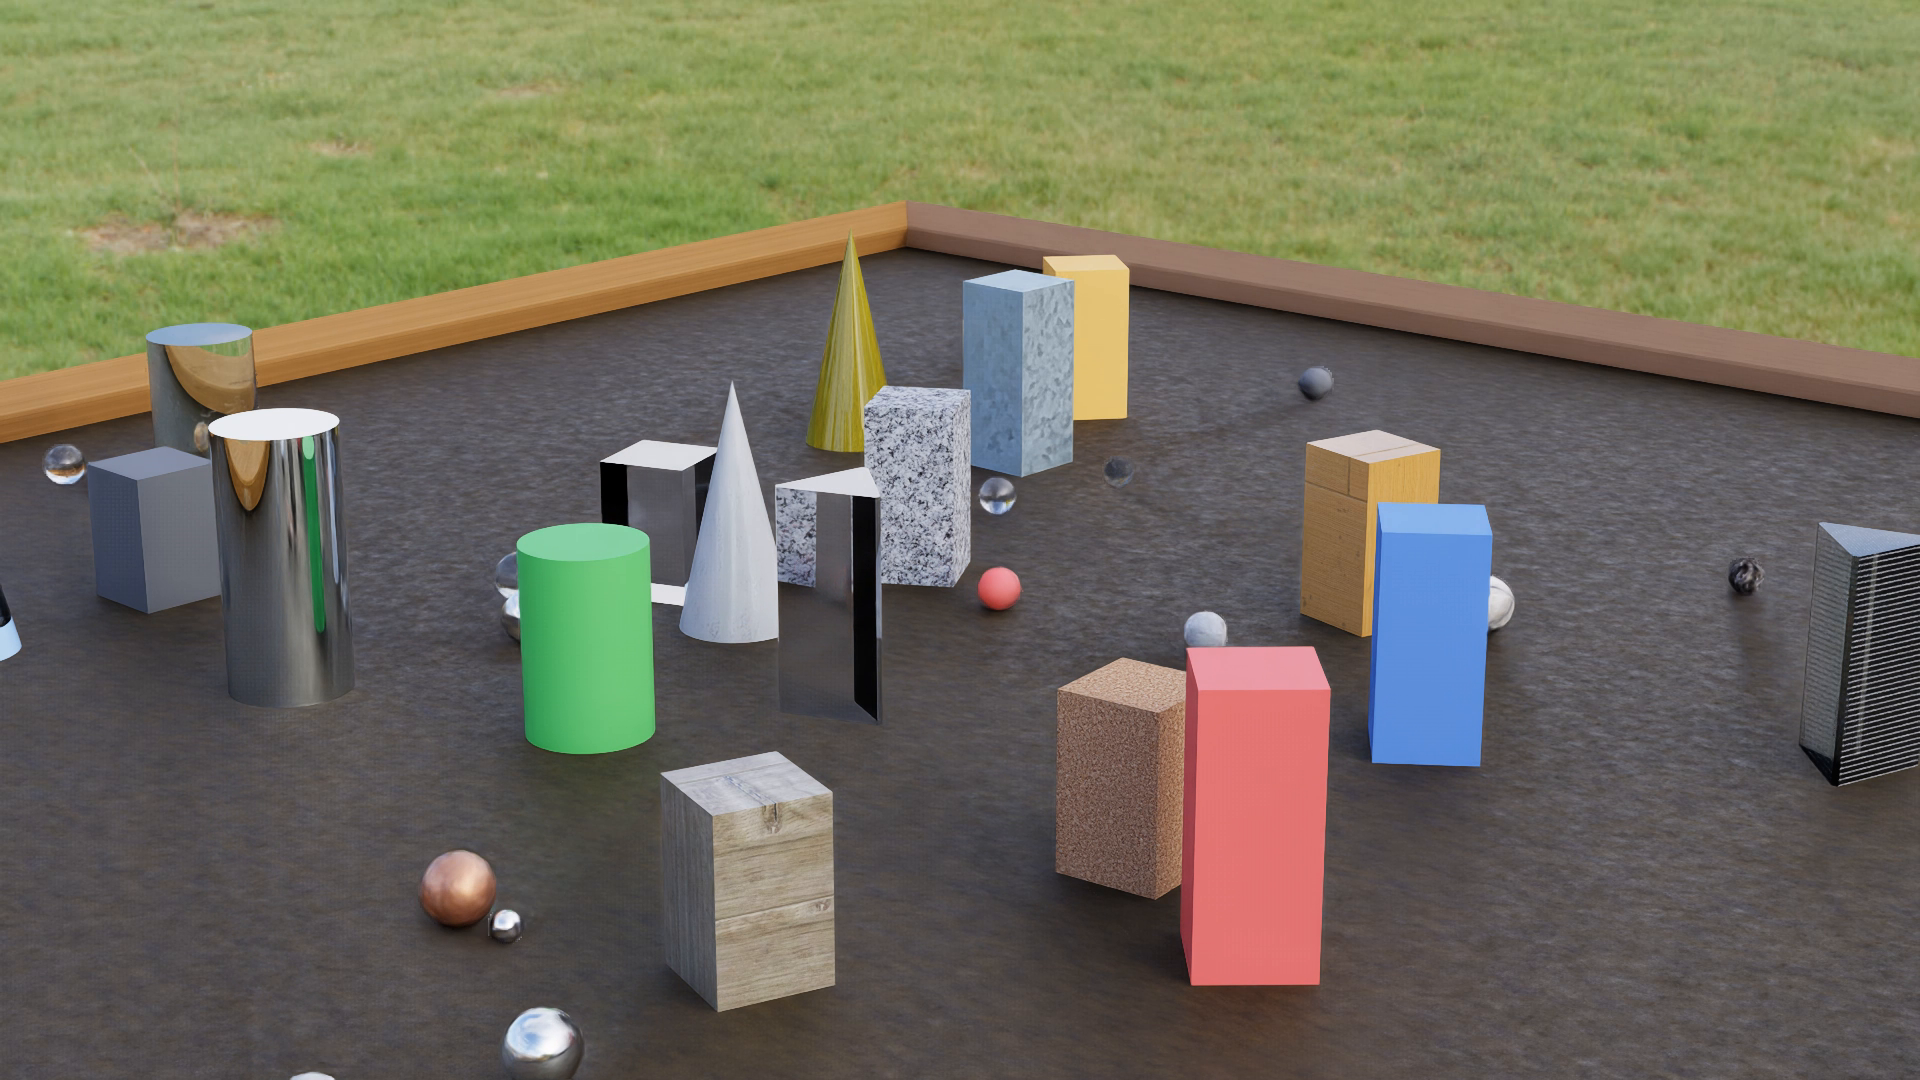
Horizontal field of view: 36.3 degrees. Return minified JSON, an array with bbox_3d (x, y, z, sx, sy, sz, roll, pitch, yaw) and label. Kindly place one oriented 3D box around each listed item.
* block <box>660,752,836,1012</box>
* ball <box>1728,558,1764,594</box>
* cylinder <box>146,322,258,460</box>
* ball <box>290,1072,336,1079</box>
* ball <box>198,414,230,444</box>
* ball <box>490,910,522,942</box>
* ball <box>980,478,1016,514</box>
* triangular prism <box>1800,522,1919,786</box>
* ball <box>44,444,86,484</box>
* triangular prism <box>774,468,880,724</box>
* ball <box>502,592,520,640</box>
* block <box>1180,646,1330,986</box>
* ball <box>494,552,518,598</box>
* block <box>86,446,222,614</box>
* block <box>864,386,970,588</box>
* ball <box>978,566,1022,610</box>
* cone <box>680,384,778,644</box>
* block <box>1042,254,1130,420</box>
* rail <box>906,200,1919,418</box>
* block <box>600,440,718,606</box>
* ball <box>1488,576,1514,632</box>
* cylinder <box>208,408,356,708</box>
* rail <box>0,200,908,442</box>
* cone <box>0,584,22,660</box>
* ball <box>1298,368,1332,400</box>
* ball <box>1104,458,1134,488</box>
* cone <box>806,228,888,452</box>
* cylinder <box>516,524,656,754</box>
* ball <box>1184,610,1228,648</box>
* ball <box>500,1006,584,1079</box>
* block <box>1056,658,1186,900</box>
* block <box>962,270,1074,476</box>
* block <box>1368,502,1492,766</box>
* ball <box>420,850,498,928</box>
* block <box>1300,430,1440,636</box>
[{"bbox_3d":[-0.262,0.419,3.620,0.159,0.256,0.159,-9,19,-27],"label":"block"},{"bbox_3d":[1.377,0.064,5.136,0.061,0.061,0.061,0,17,0],"label":"ball"},{"bbox_3d":[-1.451,-0.232,5.639,0.198,0.336,0.198,0,17,0],"label":"cylinder"},{"bbox_3d":[-0.711,0.629,3.211,0.090,0.090,0.090,0,17,0],"label":"ball"},{"bbox_3d":[-1.554,-0.231,6.108,0.065,0.065,0.065,0,17,0],"label":"ball"},{"bbox_3d":[-0.579,0.493,3.744,0.042,0.042,0.042,0,17,0],"label":"ball"},{"bbox_3d":[0.072,-0.085,5.614,0.070,0.070,0.070,0,17,0],"label":"ball"},{"bbox_3d":[1.308,0.160,4.317,0.172,0.350,0.149,-10,19,-29],"label":"triangular prism"},{"bbox_3d":[-1.774,-0.149,5.812,0.079,0.079,0.079,0,17,0],"label":"ball"},{"bbox_3d":[-0.175,0.081,4.554,0.172,0.364,0.149,6,18,20],"label":"triangular prism"},{"bbox_3d":[-0.722,0.126,4.888,0.086,0.086,0.086,0,17,0],"label":"ball"},{"bbox_3d":[0.364,0.342,3.647,0.159,0.387,0.159,0,17,-1],"label":"block"},{"bbox_3d":[-0.765,0.064,5.092,0.087,0.087,0.087,0,17,0],"label":"ball"},{"bbox_3d":[-1.399,-0.020,5.106,0.159,0.238,0.159,15,22,40],"label":"block"},{"bbox_3d":[-0.074,-0.097,5.219,0.159,0.320,0.159,3,17,11],"label":"block"},{"bbox_3d":[0.069,0.083,5.048,0.075,0.075,0.075,0,17,0],"label":"ball"},{"bbox_3d":[-0.378,-0.061,4.917,0.198,0.426,0.198,0,17,0],"label":"cone"},{"bbox_3d":[0.270,-0.439,6.344,0.159,0.326,0.159,-2,17,-8],"label":"block"},{"bbox_3d":[1.488,-0.462,6.761,4.380,0.129,0.045,14,22,39],"label":"rail"},{"bbox_3d":[-0.518,-0.032,5.138,0.159,0.243,0.159,7,18,21],"label":"block"},{"bbox_3d":[0.886,0.107,4.935,0.094,0.094,0.094,0,17,0],"label":"ball"},{"bbox_3d":[-1.065,0.027,4.615,0.198,0.432,0.198,0,17,0],"label":"cylinder"},{"bbox_3d":[-1.636,-0.377,6.480,0.045,0.129,4.587,14,22,39],"label":"rail"},{"bbox_3d":[-1.654,-0.033,4.781,0.198,0.452,0.198,0,17,0],"label":"cone"},{"bbox_3d":[0.785,-0.346,6.476,0.072,0.072,0.072,0,17,0],"label":"ball"},{"bbox_3d":[0.314,-0.134,5.796,0.059,0.059,0.059,0,17,0],"label":"ball"},{"bbox_3d":[-0.225,-0.428,6.087,0.198,0.453,0.198,0,17,0],"label":"cone"},{"bbox_3d":[-0.565,0.147,4.441,0.198,0.302,0.198,0,17,0],"label":"cylinder"},{"bbox_3d":[0.404,0.152,4.826,0.071,0.071,0.071,0,17,0],"label":"ball"},{"bbox_3d":[-0.478,0.582,3.358,0.095,0.095,0.095,0,17,0],"label":"ball"},{"bbox_3d":[0.240,0.318,3.943,0.159,0.262,0.159,12,20,34],"label":"block"},{"bbox_3d":[0.118,-0.339,5.924,0.159,0.377,0.159,15,22,40],"label":"block"},{"bbox_3d":[0.698,0.139,4.372,0.159,0.357,0.159,2,17,5],"label":"block"},{"bbox_3d":[-0.648,0.450,3.787,0.099,0.099,0.099,0,17,0],"label":"ball"},{"bbox_3d":[0.695,-0.013,4.975,0.159,0.302,0.159,-11,20,-32],"label":"block"}]
